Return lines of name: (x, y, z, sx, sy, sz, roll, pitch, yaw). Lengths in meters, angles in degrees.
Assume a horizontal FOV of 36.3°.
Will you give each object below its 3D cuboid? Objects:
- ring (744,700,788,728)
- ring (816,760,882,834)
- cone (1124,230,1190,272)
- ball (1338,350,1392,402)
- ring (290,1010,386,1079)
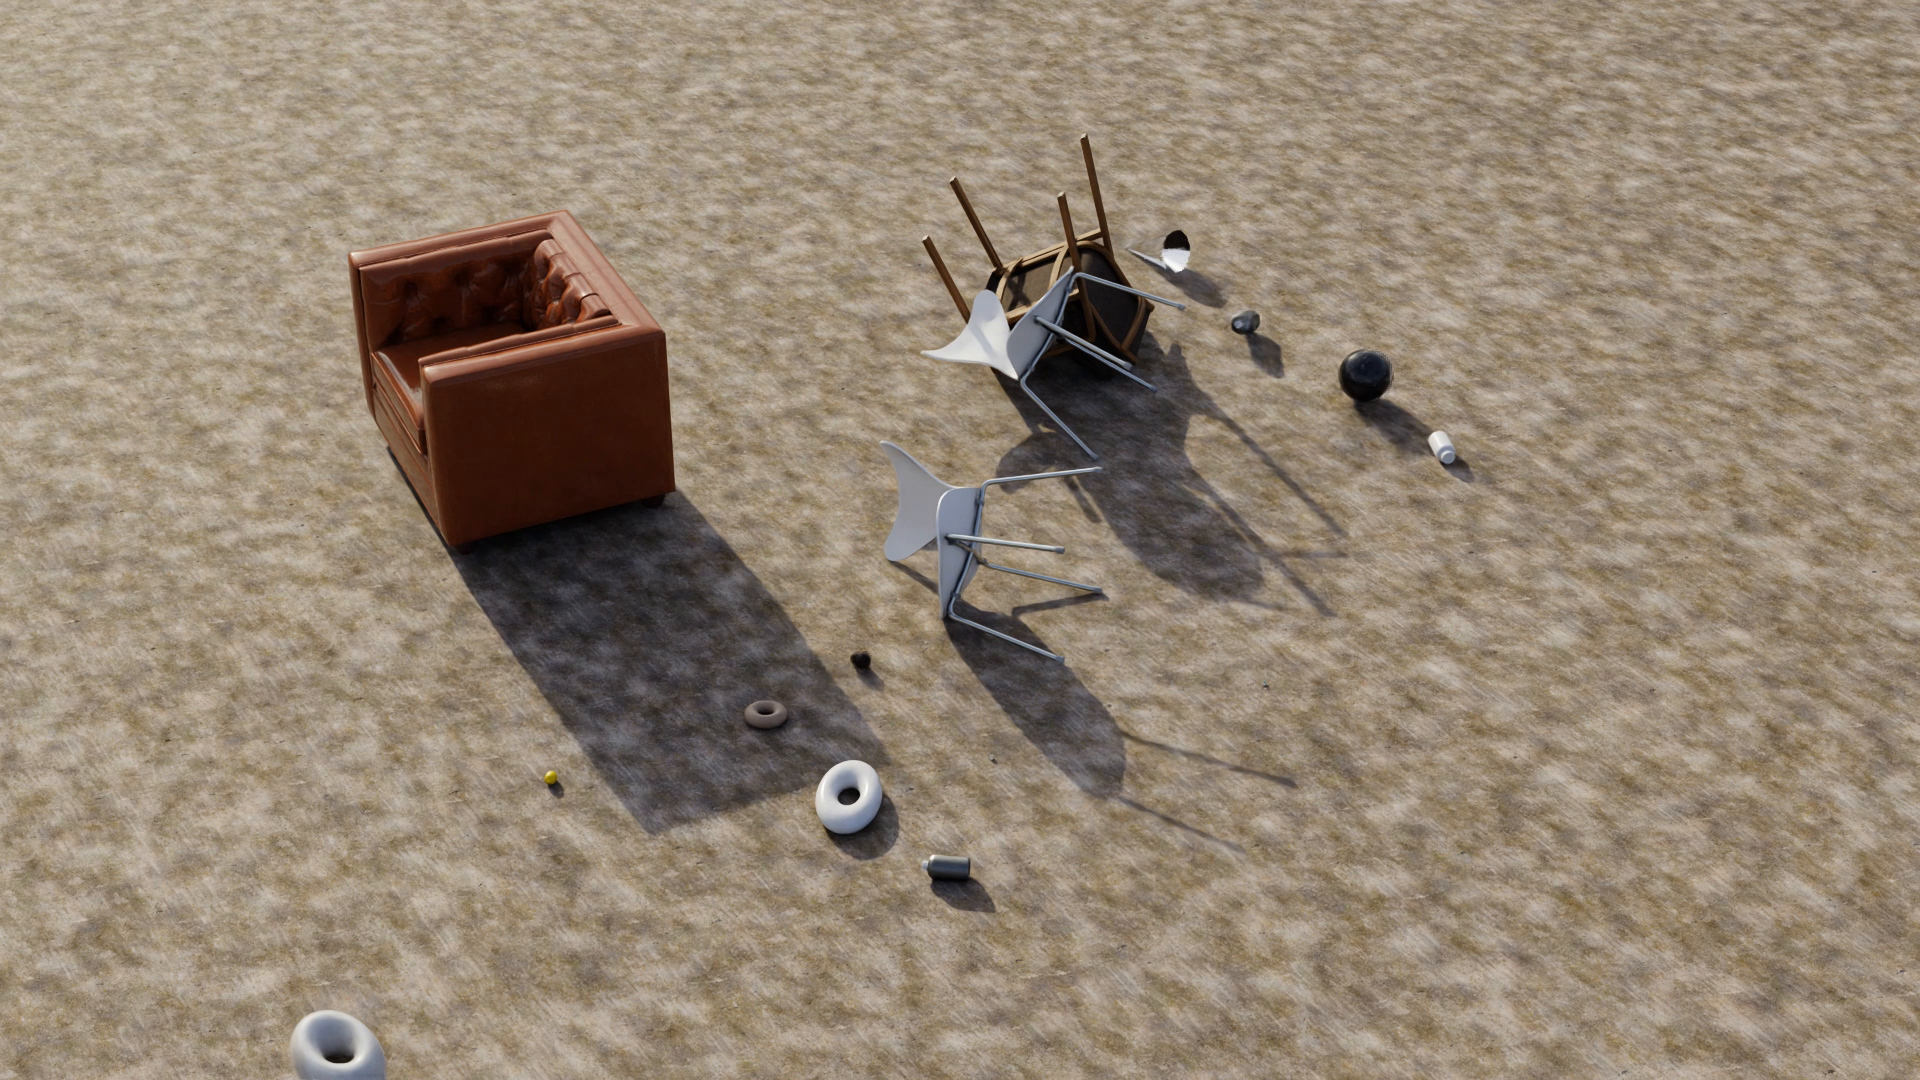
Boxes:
ring: (-0.662, 0.595, 9.998, 0.149, 0.049, 0.125, -1, 34, -3)
ring: (-0.364, 0.841, 9.604, 0.218, 0.072, 0.358, 2, 34, 4)
cone: (0.823, -1.271, 12.793, 0.173, 0.181, 0.322, -11, 16, -42)
ball: (1.621, -0.659, 11.752, 0.212, 0.212, 0.212, 0, 33, 0)
ring: (-1.807, 1.510, 8.523, 0.244, 0.144, 0.386, -23, 39, -28)
